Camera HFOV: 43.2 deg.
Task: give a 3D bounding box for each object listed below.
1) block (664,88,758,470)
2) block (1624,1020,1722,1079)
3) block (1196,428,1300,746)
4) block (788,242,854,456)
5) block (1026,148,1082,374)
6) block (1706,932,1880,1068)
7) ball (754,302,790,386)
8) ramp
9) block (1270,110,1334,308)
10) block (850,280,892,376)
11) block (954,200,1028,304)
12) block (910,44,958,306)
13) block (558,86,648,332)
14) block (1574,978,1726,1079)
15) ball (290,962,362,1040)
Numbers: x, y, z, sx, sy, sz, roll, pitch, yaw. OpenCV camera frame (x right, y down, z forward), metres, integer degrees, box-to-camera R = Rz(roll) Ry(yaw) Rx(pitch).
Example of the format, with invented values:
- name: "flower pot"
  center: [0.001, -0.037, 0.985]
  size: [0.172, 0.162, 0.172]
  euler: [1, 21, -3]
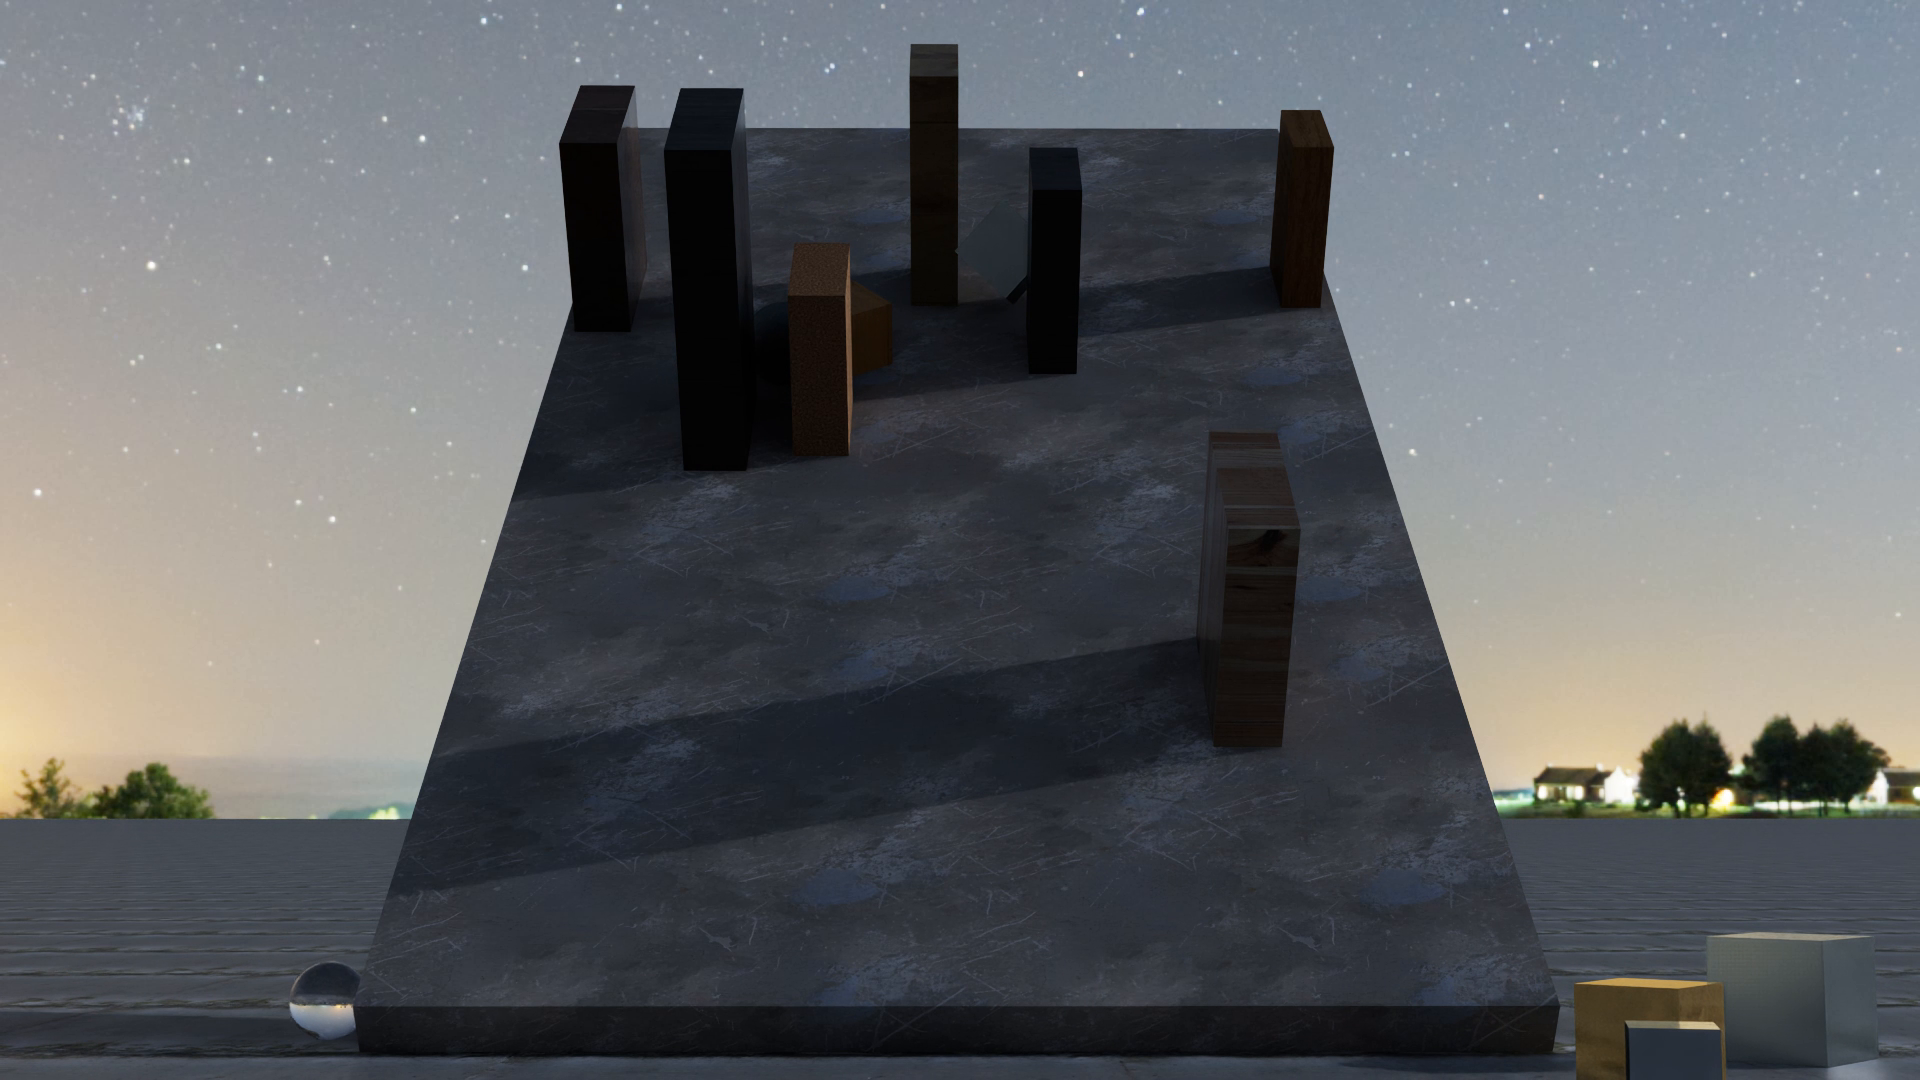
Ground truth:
- name: "block"
  center: [-0.564, -0.593, 5.548]
  size: [0.144, 0.783, 0.380]
  euler: [0, 31, 0]
- name: "block"
  center: [0.951, 0.706, 3.235]
  size: [0.116, 0.116, 0.116]
  euler: [-1, -7, 13]
- name: "block"
  center: [0.552, 0.090, 4.695]
  size: [0.131, 0.484, 0.387]
  euler: [0, 31, 0]
- name: "block"
  center: [-0.323, -0.447, 5.669]
  size: [0.129, 0.409, 0.293]
  euler: [0, 31, 0]
- name: "block"
  center: [0.230, -0.692, 6.008]
  size: [0.118, 0.489, 0.272]
  euler: [0, 31, 0]
- name: "block"
  center: [1.356, 0.746, 3.953]
  size: [0.197, 0.197, 0.197]
  euler: [-6, -9, 43]
- name: "ball"
  center: [-0.429, -0.480, 5.927]
  size: [0.203, 0.203, 0.203]
  euler: [0, -6, 0]
- name: "ramp"
  center: [-0.014, -0.204, 5.761]
  size: [2.000, 0.100, 4.000]
  euler: [0, 31, 0]
- name: "block"
  center: [0.893, -0.868, 6.352]
  size: [0.103, 0.446, 0.265]
  euler: [0, 31, 0]
- name: "block"
  center: [-0.284, -0.522, 6.035]
  size: [0.165, 0.165, 0.165]
  euler: [-20, 36, -30]
- name: "block"
  center: [0.123, -0.744, 6.272]
  size: [0.180, 0.180, 0.180]
  euler: [43, 5, 5]
- name: "block"
  center: [-0.066, -0.944, 6.296]
  size: [0.122, 0.628, 0.241]
  euler: [0, 31, 0]
- name: "block"
  center: [-0.915, -0.858, 6.259]
  size: [0.142, 0.512, 0.408]
  euler: [0, 31, 0]
- name: "block"
  center: [0.985, 0.711, 3.460]
  size: [0.156, 0.156, 0.156]
  euler: [-5, -8, 39]
- name: "ball"
  center: [-1.110, 0.812, 4.270]
  size: [0.137, 0.137, 0.137]
  euler: [0, -6, 0]
